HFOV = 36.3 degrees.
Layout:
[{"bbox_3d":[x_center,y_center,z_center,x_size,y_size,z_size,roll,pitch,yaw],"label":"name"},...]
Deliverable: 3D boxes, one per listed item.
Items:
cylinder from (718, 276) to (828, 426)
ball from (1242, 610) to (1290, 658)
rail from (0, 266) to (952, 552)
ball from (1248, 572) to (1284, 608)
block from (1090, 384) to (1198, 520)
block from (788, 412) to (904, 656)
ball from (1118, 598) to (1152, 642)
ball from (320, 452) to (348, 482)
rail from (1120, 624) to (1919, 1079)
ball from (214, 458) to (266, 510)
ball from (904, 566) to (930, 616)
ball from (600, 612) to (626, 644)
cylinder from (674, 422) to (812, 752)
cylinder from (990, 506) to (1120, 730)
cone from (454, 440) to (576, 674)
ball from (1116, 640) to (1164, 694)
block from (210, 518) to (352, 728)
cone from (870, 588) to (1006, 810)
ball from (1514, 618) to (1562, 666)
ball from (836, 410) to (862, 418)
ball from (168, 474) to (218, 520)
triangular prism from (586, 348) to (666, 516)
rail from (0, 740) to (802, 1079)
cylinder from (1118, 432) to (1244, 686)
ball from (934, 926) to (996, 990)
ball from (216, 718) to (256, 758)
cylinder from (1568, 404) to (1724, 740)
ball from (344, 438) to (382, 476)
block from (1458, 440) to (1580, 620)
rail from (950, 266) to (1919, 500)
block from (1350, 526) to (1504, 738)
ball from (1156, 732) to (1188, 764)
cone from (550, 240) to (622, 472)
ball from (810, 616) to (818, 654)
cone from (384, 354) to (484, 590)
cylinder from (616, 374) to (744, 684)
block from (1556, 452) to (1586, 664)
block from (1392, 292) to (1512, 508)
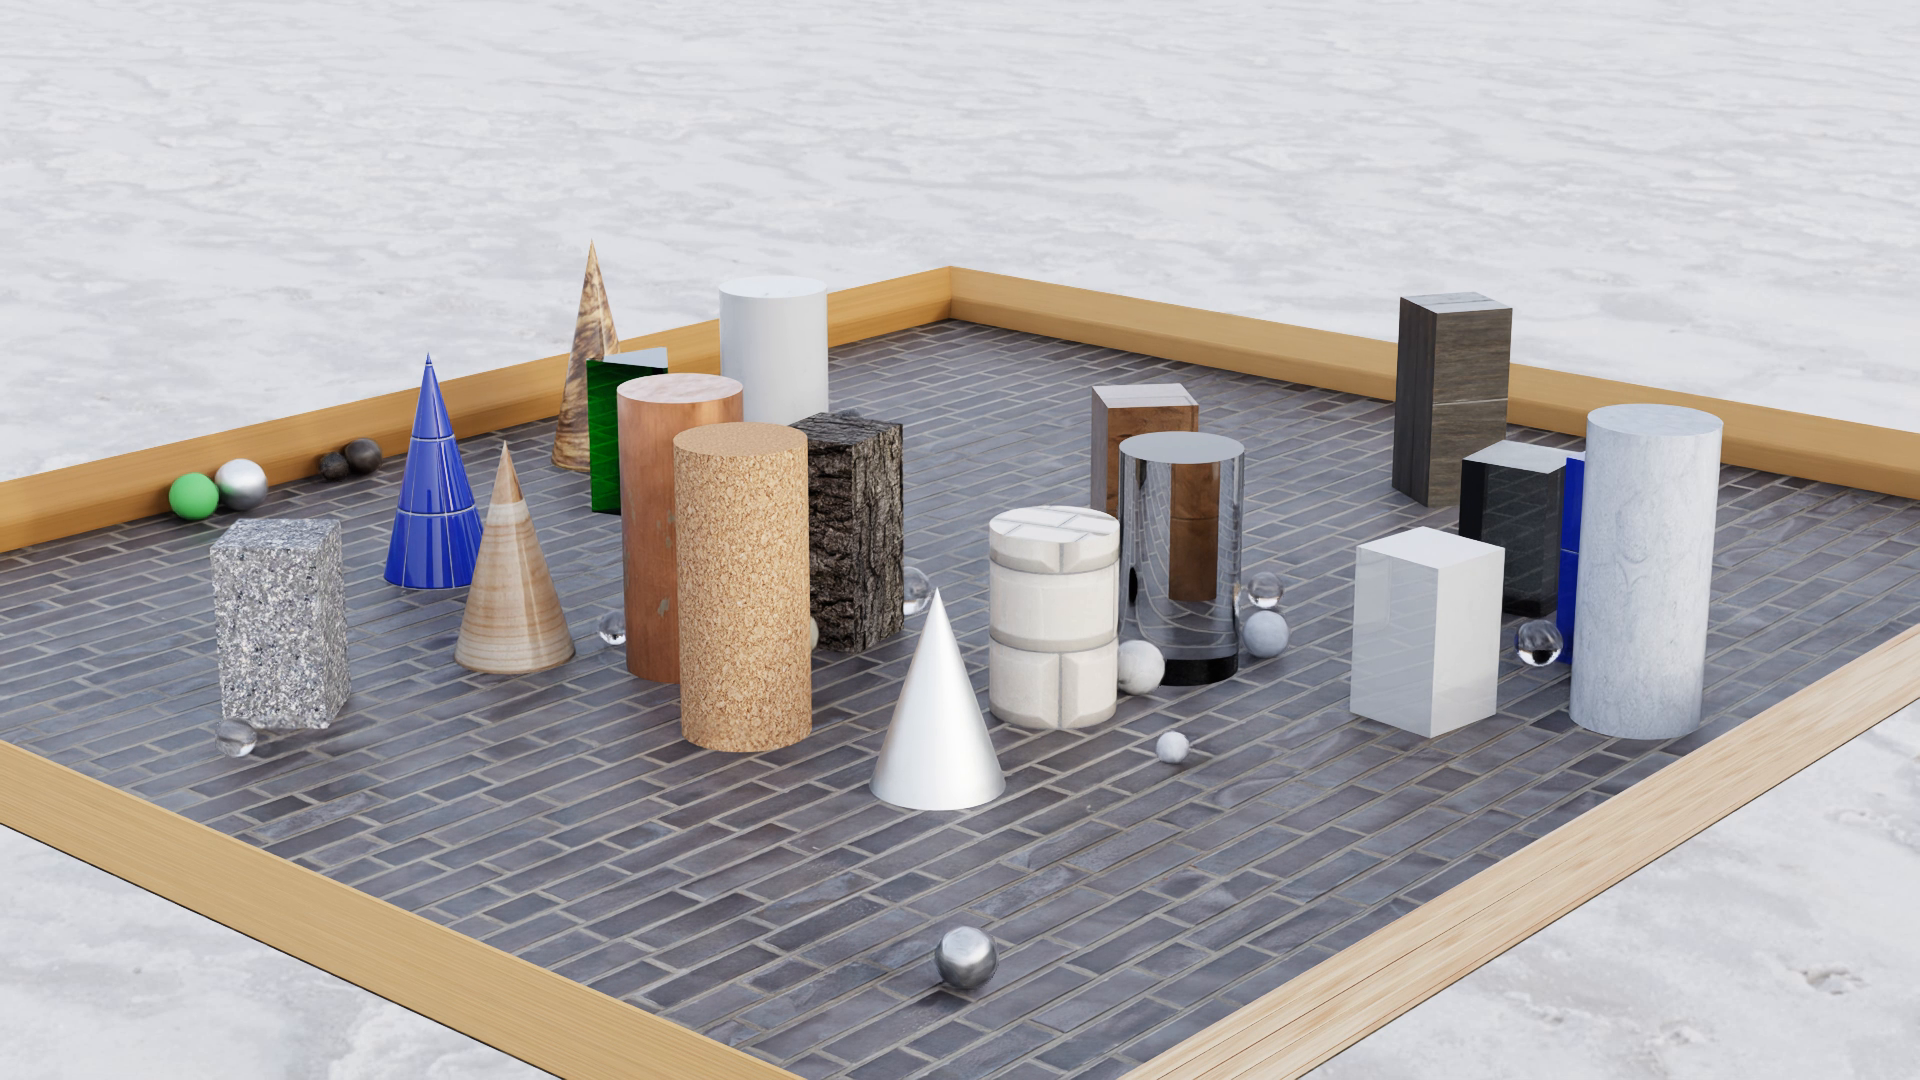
[{"bbox_3d":[-0.344,-0.243,5.454,0.200,0.466,0.200,0,17,0],"label":"cylinder"},{"bbox_3d":[0.502,0.154,4.810,0.077,0.077,0.077,0,17,0],"label":"ball"},{"bbox_3d":[-1.111,-0.246,6.043,0.045,0.130,3.368,14,22,39],"label":"rail"},{"bbox_3d":[0.527,0.086,5.062,0.062,0.062,0.062,0,17,0],"label":"ball"},{"bbox_3d":[0.324,-0.094,5.191,0.160,0.333,0.160,-2,17,-7],"label":"block"},{"bbox_3d":[-0.204,-0.013,4.878,0.160,0.358,0.160,9,19,29],"label":"block"},{"bbox_3d":[0.284,0.133,4.886,0.073,0.073,0.073,0,17,0],"label":"ball"},{"bbox_3d":[-1.247,-0.146,5.840,0.057,0.057,0.057,0,17,0],"label":"ball"},{"bbox_3d":[1.111,0.311,4.196,0.045,0.130,3.368,14,22,39],"label":"rail"},{"bbox_3d":[-1.384,-0.106,5.636,0.100,0.100,0.100,0,17,0],"label":"ball"},{"bbox_3d":[-0.092,0.087,5.022,0.084,0.084,0.084,0,17,0],"label":"ball"},{"bbox_3d":[-0.572,0.146,4.875,0.055,0.055,0.055,0,17,0],"label":"ball"},{"bbox_3d":[-0.327,0.070,4.428,0.200,0.460,0.200,0,17,0],"label":"cylinder"},{"bbox_3d":[0.145,0.119,4.542,0.200,0.300,0.200,0,17,0],"label":"cylinder"},{"bbox_3d":[-0.733,0.013,4.779,0.200,0.366,0.200,0,17,0],"label":"cone"},{"bbox_3d":[0.280,0.201,4.639,0.087,0.087,0.087,0,17,0],"label":"ball"},{"bbox_3d":[-1.048,0.128,4.533,0.160,0.287,0.160,1,17,2],"label":"block"},{"bbox_3d":[-0.033,0.212,4.230,0.200,0.302,0.200,0,17,0],"label":"cone"},{"bbox_3d":[0.941,0.167,4.769,0.077,0.077,0.077,0,17,0],"label":"ball"},{"bbox_3d":[-0.235,-0.229,6.075,0.082,0.082,0.082,0,17,0],"label":"ball"},{"bbox_3d":[-1.456,-0.082,5.570,0.091,0.091,0.091,0,17,0],"label":"ball"},{"bbox_3d":[-0.600,-0.209,5.629,0.173,0.300,0.150,7,18,22],"label":"triangular prism"},{"bbox_3d":[-1.088,0.394,3.919,2.990,0.130,0.045,14,22,39],"label":"rail"},{"bbox_3d":[0.353,0.029,4.722,0.200,0.368,0.200,0,17,0],"label":"cylinder"},{"bbox_3d":[0.007,0.515,3.613,0.076,0.076,0.076,0,17,0],"label":"ball"},{"bbox_3d":[-1.080,0.295,4.374,0.059,0.059,0.059,0,17,0],"label":"ball"},{"bbox_3d":[1.045,0.047,4.477,0.200,0.475,0.200,0,17,0],"label":"cylinder"},{"bbox_3d":[-1.198,-0.167,5.880,0.074,0.074,0.074,0,17,0],"label":"ball"},{"bbox_3d":[0.971,-0.020,5.073,0.160,0.259,0.160,12,20,34],"label":"block"},{"bbox_3d":[1.088,-0.329,6.320,2.990,0.130,0.045,14,22,39],"label":"rail"},{"bbox_3d":[0.720,0.140,4.524,0.160,0.269,0.160,-15,22,-40],"label":"block"},{"bbox_3d":[0.316,0.308,4.352,0.048,0.048,0.048,0,17,0],"label":"ball"},{"bbox_3d":[-0.738,-0.387,5.940,0.200,0.462,0.200,0,17,0],"label":"cone"},{"bbox_3d":[-0.279,0.154,4.781,0.095,0.095,0.095,0,17,0],"label":"ball"},{"bbox_3d":[-0.932,-0.136,5.199,0.200,0.409,0.200,0,17,0],"label":"cone"},{"bbox_3d":[-0.444,-0.020,4.721,0.200,0.462,0.200,0,17,0],"label":"cylinder"},{"bbox_3d":[1.086,0.032,4.751,0.160,0.344,0.160,-15,23,-42],"label":"block"},{"bbox_3d":[0.955,-0.274,5.702,0.160,0.384,0.160,-5,18,-17],"label":"block"}]
